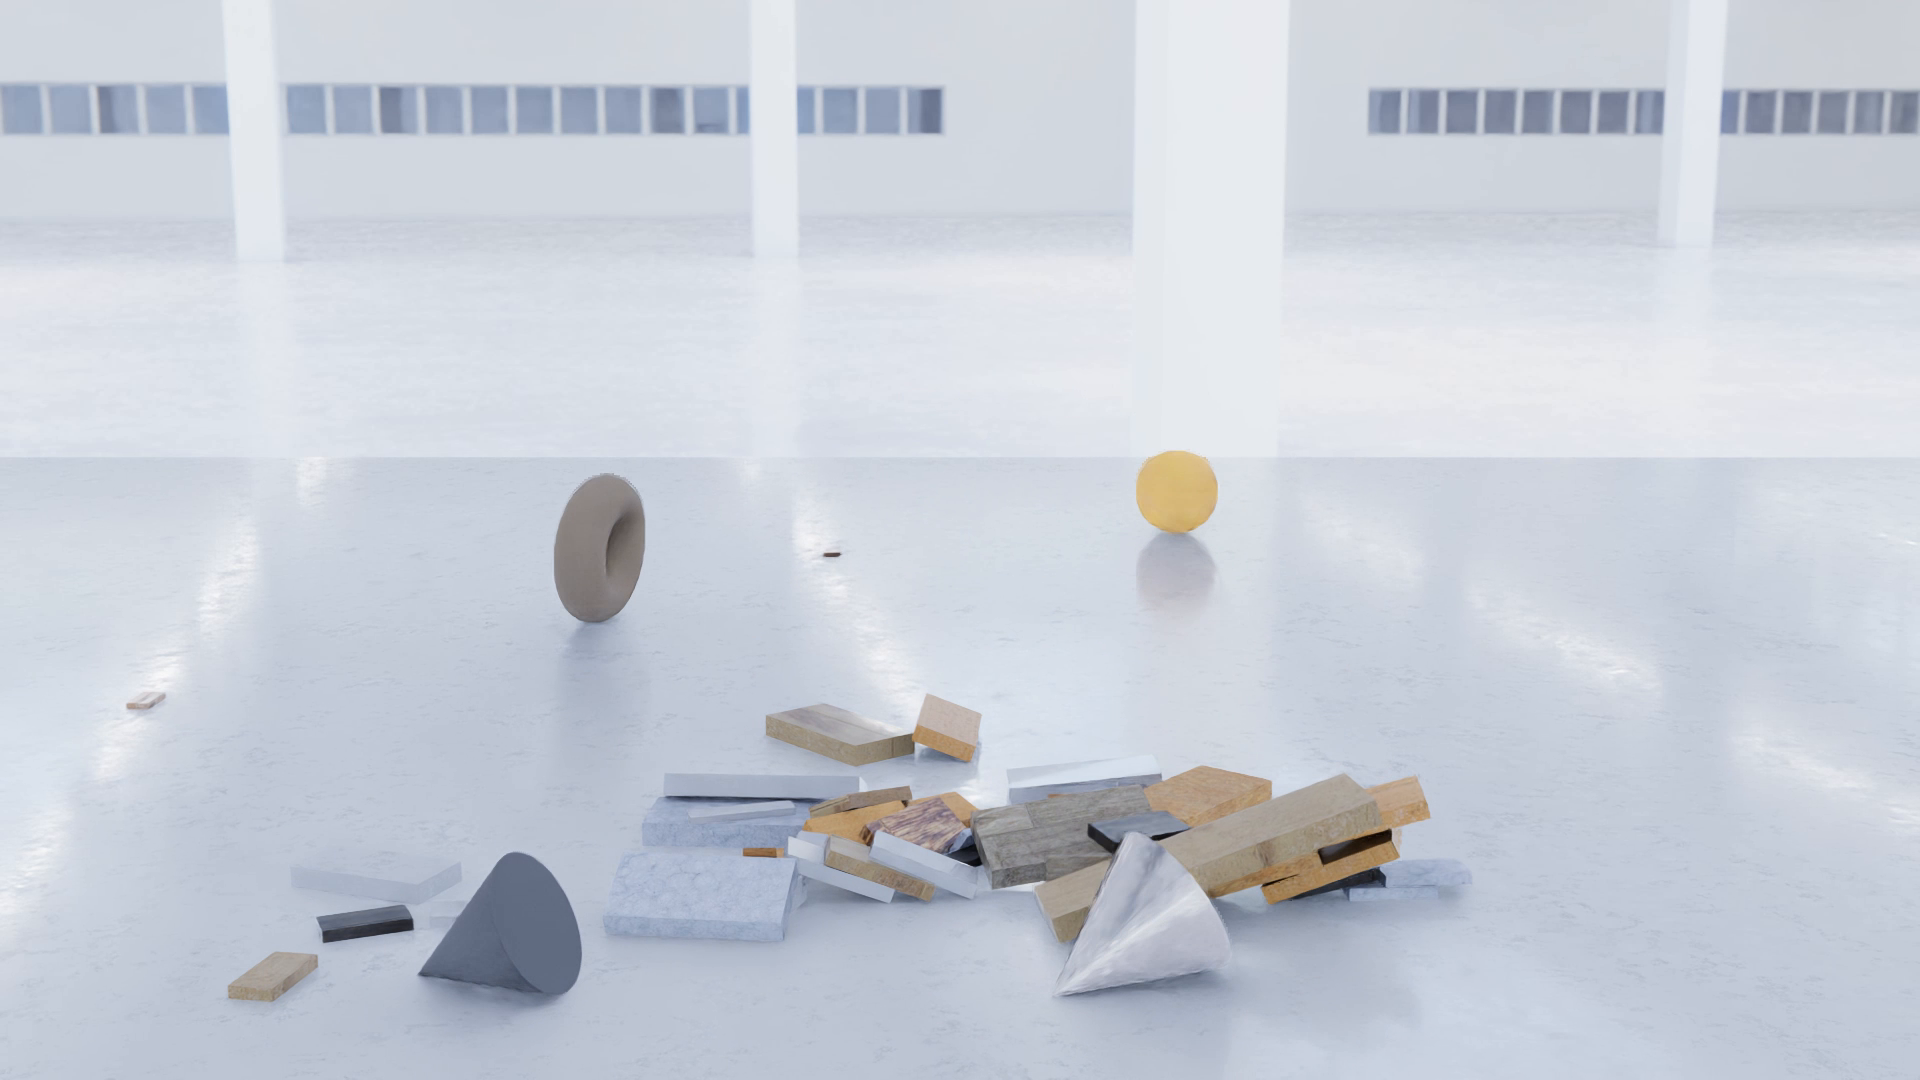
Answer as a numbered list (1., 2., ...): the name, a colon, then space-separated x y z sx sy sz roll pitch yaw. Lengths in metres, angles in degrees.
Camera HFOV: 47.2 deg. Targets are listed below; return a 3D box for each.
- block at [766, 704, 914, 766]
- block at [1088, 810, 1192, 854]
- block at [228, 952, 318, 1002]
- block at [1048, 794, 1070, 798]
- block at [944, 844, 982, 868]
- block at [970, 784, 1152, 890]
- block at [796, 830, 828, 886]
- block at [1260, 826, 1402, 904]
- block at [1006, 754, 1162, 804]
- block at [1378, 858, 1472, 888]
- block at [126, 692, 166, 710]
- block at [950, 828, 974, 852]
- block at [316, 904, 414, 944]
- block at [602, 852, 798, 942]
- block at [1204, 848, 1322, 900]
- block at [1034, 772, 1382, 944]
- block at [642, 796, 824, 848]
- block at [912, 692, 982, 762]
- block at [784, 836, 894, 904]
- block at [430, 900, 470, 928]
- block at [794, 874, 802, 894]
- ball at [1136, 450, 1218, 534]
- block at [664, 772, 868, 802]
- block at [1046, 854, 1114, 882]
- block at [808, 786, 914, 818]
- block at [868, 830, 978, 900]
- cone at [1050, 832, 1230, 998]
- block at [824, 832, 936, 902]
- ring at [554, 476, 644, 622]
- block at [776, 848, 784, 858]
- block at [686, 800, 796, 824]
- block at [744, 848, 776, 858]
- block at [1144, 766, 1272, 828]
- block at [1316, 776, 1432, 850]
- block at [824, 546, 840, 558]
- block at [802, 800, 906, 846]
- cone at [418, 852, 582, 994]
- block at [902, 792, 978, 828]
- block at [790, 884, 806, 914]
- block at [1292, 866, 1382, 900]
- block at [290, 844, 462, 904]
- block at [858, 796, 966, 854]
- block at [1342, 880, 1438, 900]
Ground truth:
1. block: -0.251 0.402 4.562 0.154 0.044 0.308 -9 14 -40
2. block: 0.302 0.490 3.686 0.157 0.022 0.079 -5 20 -30
3. block: -1.025 0.651 3.284 0.070 0.020 0.140 2 11 11
4. block: 0.216 0.498 3.913 0.107 0.030 0.213 -1 11 -1
5. block: 0.025 0.551 3.836 0.054 0.015 0.108 9 14 40
6. block: 0.184 0.506 3.763 0.305 0.043 0.153 -8 35 -11
7. block: -0.267 0.542 3.744 0.054 0.015 0.109 4 40 22
8. block: 0.613 0.524 3.629 0.231 0.033 0.116 -24 11 18
9. block: 0.235 0.459 4.179 0.286 0.041 0.143 -6 9 -1
10. block: 0.772 0.556 3.677 0.148 0.021 0.074 -1 11 -7
11. block: -1.809 0.357 4.887 0.050 0.014 0.100 0 11 2
12. block: 0.032 0.523 3.884 0.108 0.054 0.015 -12 51 -48
13. block: -0.948 0.611 3.503 0.140 0.020 0.070 -5 12 -24
14. block: -0.413 0.569 3.515 0.286 0.041 0.143 1 36 7
15. block: 0.481 0.536 3.642 0.231 0.033 0.116 -18 12 10
16. block: 0.395 0.508 3.535 0.549 0.043 0.153 -19 13 -5
17. block: -0.407 0.511 3.976 0.308 0.044 0.154 1 11 3
18. block: -0.026 0.386 4.551 0.126 0.036 0.253 21 11 -1
19. block: -0.201 0.547 3.654 0.186 0.026 0.093 19 9 -7
20. block: -0.782 0.602 3.550 0.140 0.020 0.070 -2 11 -9
21. block: -0.353 0.558 3.627 0.186 0.026 0.093 -1 10 -4
22. ball: 0.685 -0.153 6.947 0.263 0.263 0.263 0 11 0
23. block: -0.359 0.465 4.088 0.360 0.041 0.143 1 -13 3
24. block: 0.220 0.558 3.621 0.158 0.079 0.022 0 2 -2
25. block: -0.177 0.474 3.952 0.092 0.026 0.184 -23 -13 33
26. block: -0.061 0.541 3.672 0.184 0.026 0.092 21 8 -2
27. cone: 0.227 0.607 3.272 0.247 0.247 0.247 -34 24 -21
28. block: -0.133 0.544 3.655 0.185 0.026 0.092 21 8 -6
29. ring: -0.929 0.024 5.686 0.129 0.386 0.386 8 12 14
30. block: -0.315 0.553 3.824 0.109 0.015 0.054 -6 12 -28
31. block: -0.392 0.488 3.942 0.191 0.013 0.047 -3 11 -18
32. block: -0.336 0.544 3.704 0.054 0.015 0.109 -1 -27 -3
33. block: 0.424 0.477 3.993 0.153 0.043 0.305 9 14 36
34. block: 0.647 0.451 3.604 0.231 0.033 0.116 -17 12 7
35. block: -0.384 0.035 6.618 0.050 0.014 0.100 -1 11 -4
36. block: -0.168 0.517 3.845 0.194 0.027 0.097 -8 48 -33
37. cone: -0.722 0.611 3.283 0.222 0.222 0.222 -25 4 17
38. block: -0.061 0.506 3.988 0.193 0.027 0.097 -8 26 -35
39. block: -0.357 0.585 3.623 0.186 0.026 0.093 3 11 18
40. block: 0.621 0.562 3.673 0.148 0.021 0.074 -13 11 0
41. block: -0.986 0.563 3.714 0.253 0.036 0.126 4 11 21
42. block: -0.076 0.516 3.843 0.196 0.027 0.097 -14 53 -49
43. block: 0.716 0.579 3.673 0.148 0.021 0.074 0 11 -2
